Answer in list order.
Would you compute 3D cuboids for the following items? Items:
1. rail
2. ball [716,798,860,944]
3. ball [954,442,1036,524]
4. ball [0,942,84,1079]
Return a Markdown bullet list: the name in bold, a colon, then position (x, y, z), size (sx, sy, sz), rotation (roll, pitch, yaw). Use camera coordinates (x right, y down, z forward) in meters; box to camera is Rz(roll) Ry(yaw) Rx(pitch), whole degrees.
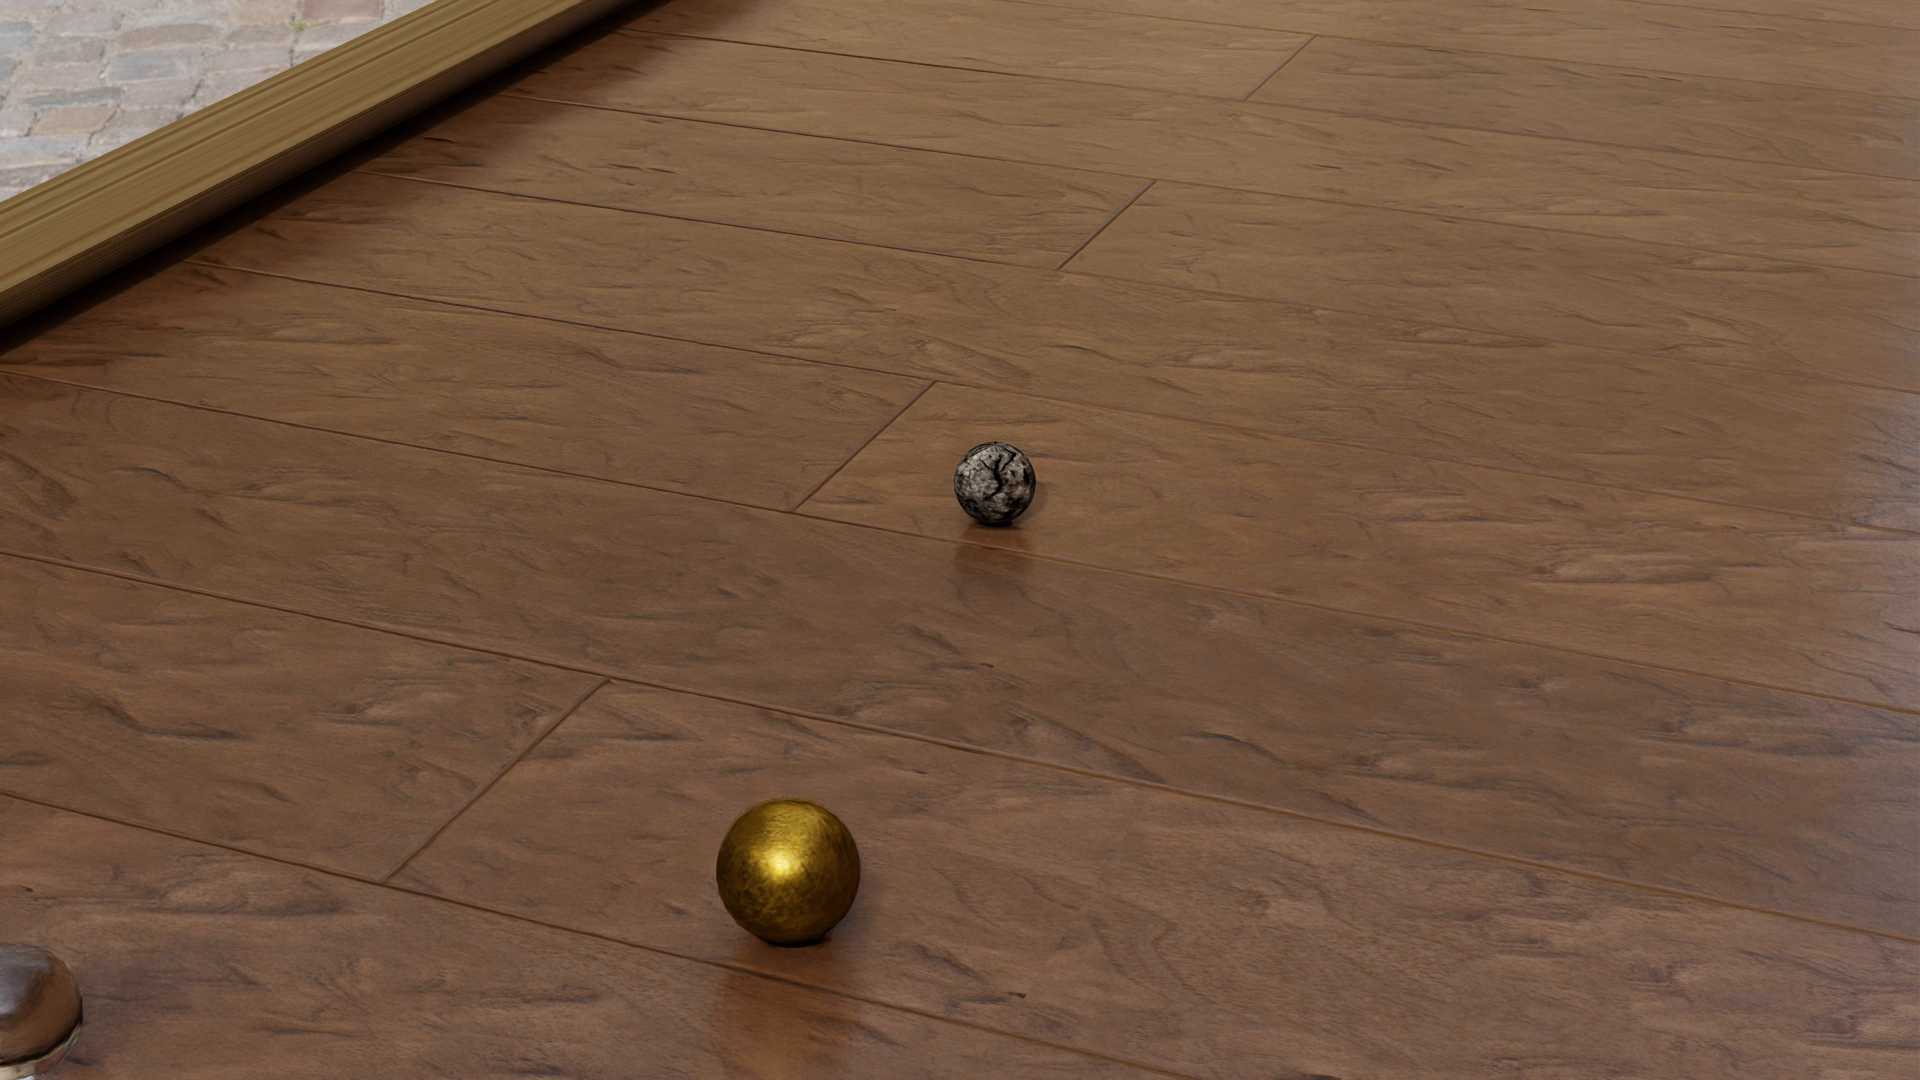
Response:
- **rail**: position (-0.473, -0.458, 2.770), size (0.045, 0.095, 3.077), rotation (10, 27, 20)
- **ball**: position (-0.087, 0.167, 1.487), size (0.073, 0.073, 0.073), rotation (0, 26, 0)
- **ball**: position (0.023, -0.038, 1.938), size (0.054, 0.054, 0.054), rotation (0, 26, 0)
- **ball**: position (-0.446, 0.222, 1.380), size (0.066, 0.066, 0.066), rotation (0, 26, 0)
